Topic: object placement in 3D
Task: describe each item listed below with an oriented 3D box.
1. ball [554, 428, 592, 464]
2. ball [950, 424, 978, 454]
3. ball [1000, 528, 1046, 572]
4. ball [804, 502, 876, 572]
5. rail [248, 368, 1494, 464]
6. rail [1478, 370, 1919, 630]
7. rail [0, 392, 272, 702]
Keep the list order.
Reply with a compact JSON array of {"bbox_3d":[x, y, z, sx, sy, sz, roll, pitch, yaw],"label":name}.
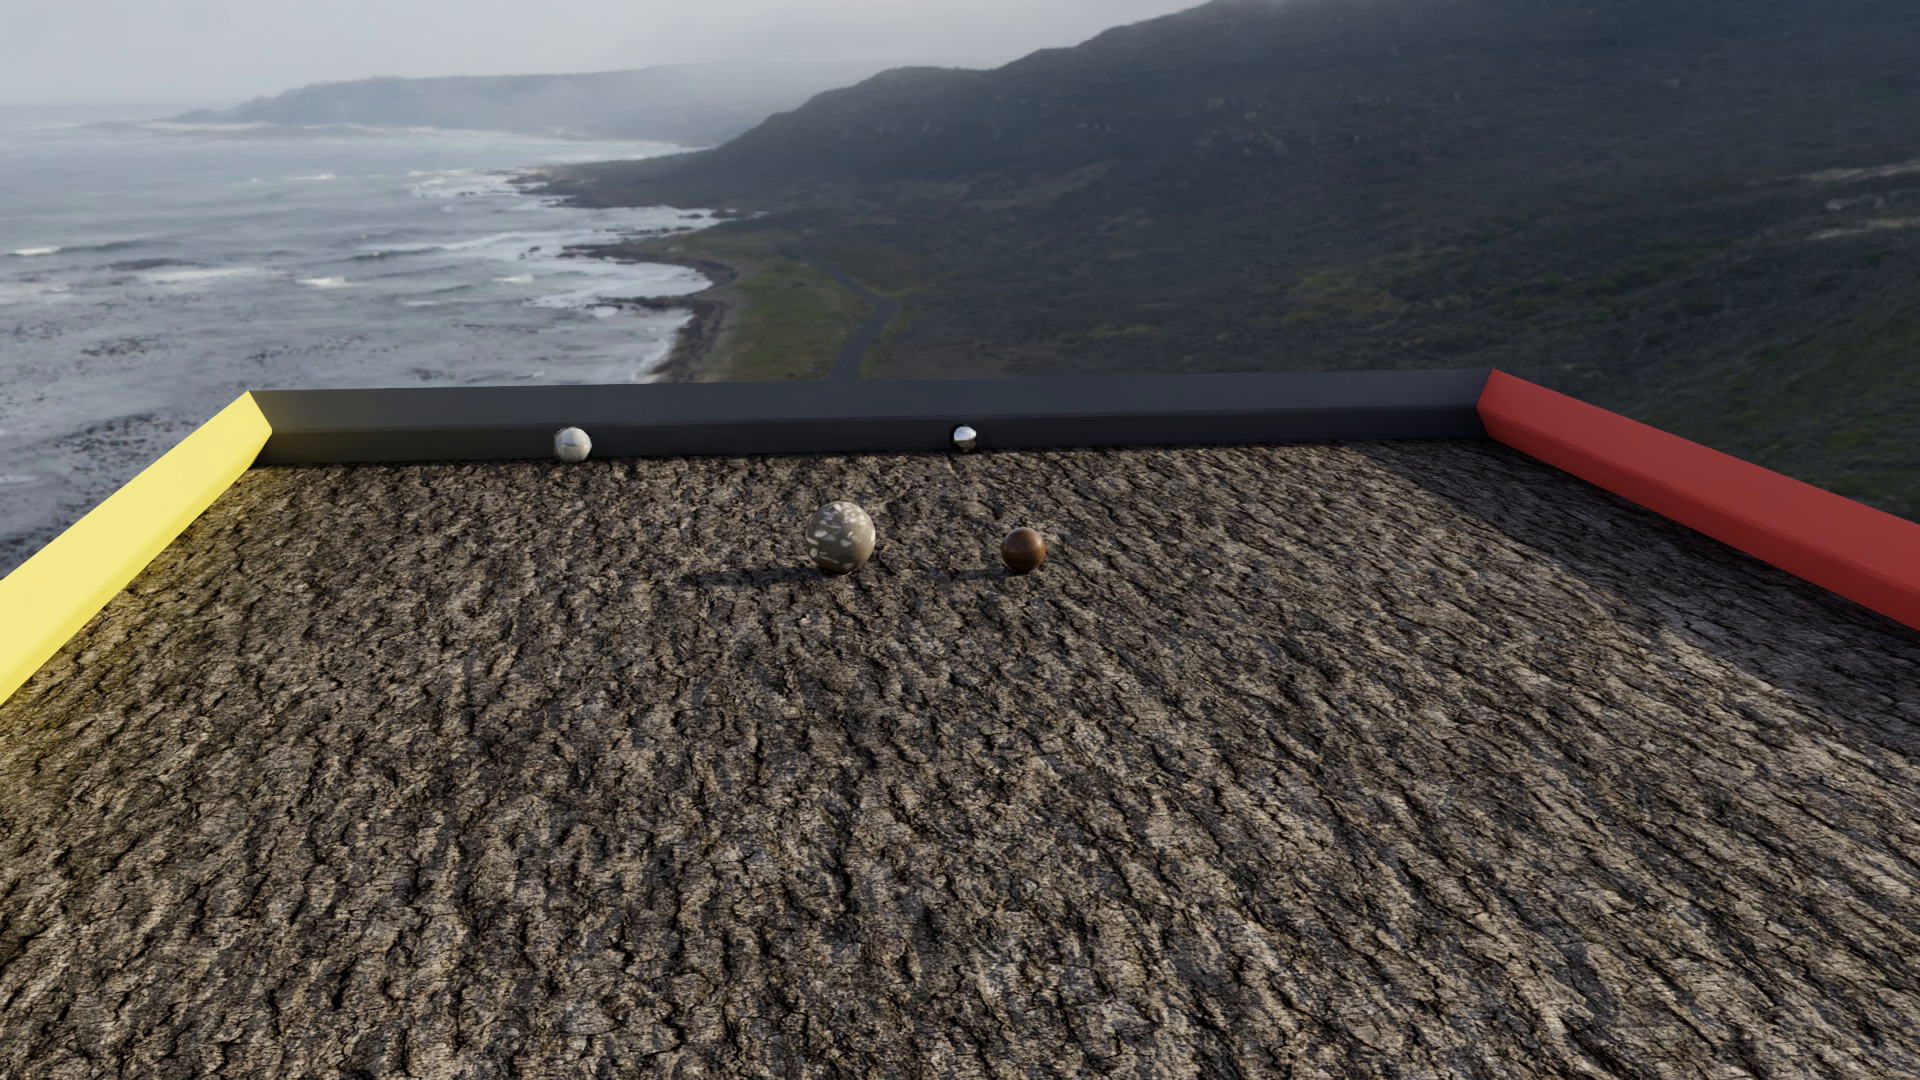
[{"bbox_3d":[-0.683,-0.167,3.879,0.063,0.063,0.063,0,12,0],"label":"ball"},{"bbox_3d":[0.008,-0.183,3.976,0.053,0.053,0.053,0,12,0],"label":"ball"},{"bbox_3d":[0.088,0.014,3.041,0.063,0.063,0.063,0,12,0],"label":"ball"},{"bbox_3d":[-0.165,-0.004,3.038,0.099,0.099,0.099,0,12,0],"label":"ball"},{"bbox_3d":[-0.120,-0.224,3.982,2.270,0.128,0.045,-2,12,-7],"label":"rail"},{"bbox_3d":[1.225,0.141,2.287,0.045,0.128,3.832,-2,12,-7],"label":"rail"},{"bbox_3d":[-0.979,0.201,2.008,0.045,0.128,3.832,-2,12,-7],"label":"rail"}]
